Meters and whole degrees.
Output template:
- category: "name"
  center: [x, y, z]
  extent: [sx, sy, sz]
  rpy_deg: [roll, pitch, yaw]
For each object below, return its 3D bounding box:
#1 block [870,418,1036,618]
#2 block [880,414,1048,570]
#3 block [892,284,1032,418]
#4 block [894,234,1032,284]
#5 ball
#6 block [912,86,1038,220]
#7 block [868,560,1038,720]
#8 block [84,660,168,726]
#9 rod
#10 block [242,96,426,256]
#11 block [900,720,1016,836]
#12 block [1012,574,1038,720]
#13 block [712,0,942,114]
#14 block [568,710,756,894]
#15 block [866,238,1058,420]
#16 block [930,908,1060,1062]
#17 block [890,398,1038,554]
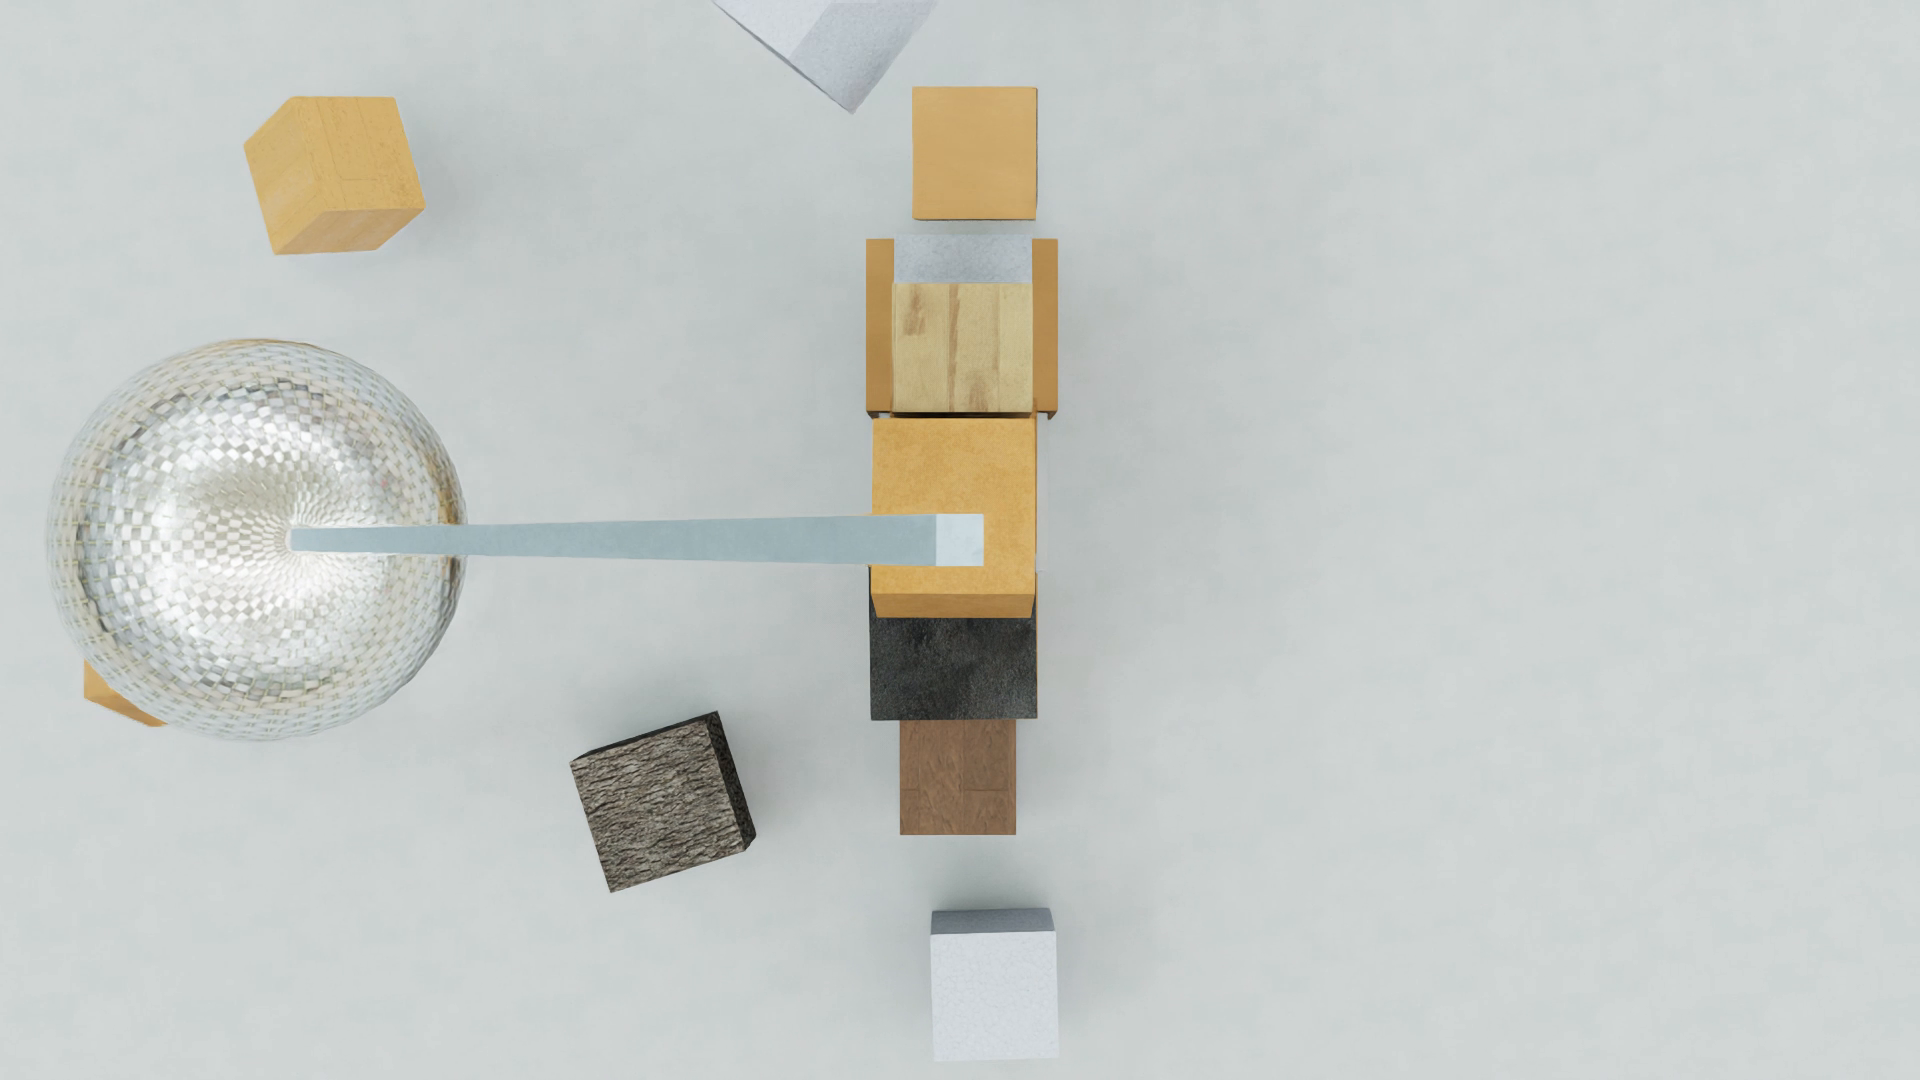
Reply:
- category: "block"
  center: [-0.031, -0.094, 10.790]
  extent: [0.772, 0.744, 0.847]
  rpy_deg: [0, 79, 0]
- category: "block"
  center: [0.018, -0.267, 12.552]
  extent: [0.926, 0.896, 0.864]
  rpy_deg: [0, 90, 0]
- category: "block"
  center: [0.011, -0.930, 10.904]
  extent: [0.680, 0.570, 0.623]
  rpy_deg: [0, 90, 0]
- category: "block"
  center: [0.015, -1.163, 11.627]
  extent: [0.703, 0.876, 0.786]
  rpy_deg: [0, 90, 0]
- category: "ball"
  center: [-2.759, 0.000, 8.701]
  extent: [1.600, 1.600, 1.600]
  rpy_deg: [0, 90, 0]
- category: "block"
  center: [0.083, -1.957, 11.193]
  extent: [0.613, 0.571, 0.647]
  rpy_deg: [1, 97, 3]
- category: "block"
  center: [-0.036, 0.510, 11.576]
  extent: [0.845, 0.893, 0.799]
  rpy_deg: [-1, 90, 0]
- category: "block"
  center: [-4.318, 0.491, 12.446]
  extent: [0.897, 0.850, 0.901]
  rpy_deg: [-6, 74, 3]
- category: "rod"
  center: [-1.195, 0.000, 5.682]
  extent: [0.080, 5.200, 0.080]
  rpy_deg: [0, 90, -27]
- category: "block"
  center: [-3.491, -2.031, 12.274]
  extent: [0.622, 0.636, 0.667]
  rpy_deg: [-24, 80, 45]
- category: "block"
  center: [-0.012, 1.316, 12.654]
  extent: [0.652, 0.691, 0.670]
  rpy_deg: [0, 90, 0]
- category: "block"
  center: [0.002, 0.582, 12.511]
  extent: [0.845, 0.977, 0.796]
  rpy_deg: [0, 90, 0]
- category: "block"
  center: [-0.683, -2.772, 11.096]
  extent: [0.704, 0.697, 0.794]
  rpy_deg: [42, 96, 27]
- category: "block"
  center: [-1.698, 1.496, 12.667]
  extent: [0.797, 0.667, 0.772]
  rpy_deg: [-18, 90, 0]
- category: "block"
  center: [0.009, -1.181, 12.532]
  extent: [1.053, 0.935, 0.943]
  rpy_deg: [0, 90, 0]
- category: "block"
  center: [0.193, 2.536, 12.610]
  extent: [0.697, 0.779, 0.704]
  rpy_deg: [-2, 90, 0]
- category: "block"
  center: [0.018, -0.349, 11.662]
  extent: [0.751, 0.843, 0.799]
  rpy_deg: [0, 93, 0]
